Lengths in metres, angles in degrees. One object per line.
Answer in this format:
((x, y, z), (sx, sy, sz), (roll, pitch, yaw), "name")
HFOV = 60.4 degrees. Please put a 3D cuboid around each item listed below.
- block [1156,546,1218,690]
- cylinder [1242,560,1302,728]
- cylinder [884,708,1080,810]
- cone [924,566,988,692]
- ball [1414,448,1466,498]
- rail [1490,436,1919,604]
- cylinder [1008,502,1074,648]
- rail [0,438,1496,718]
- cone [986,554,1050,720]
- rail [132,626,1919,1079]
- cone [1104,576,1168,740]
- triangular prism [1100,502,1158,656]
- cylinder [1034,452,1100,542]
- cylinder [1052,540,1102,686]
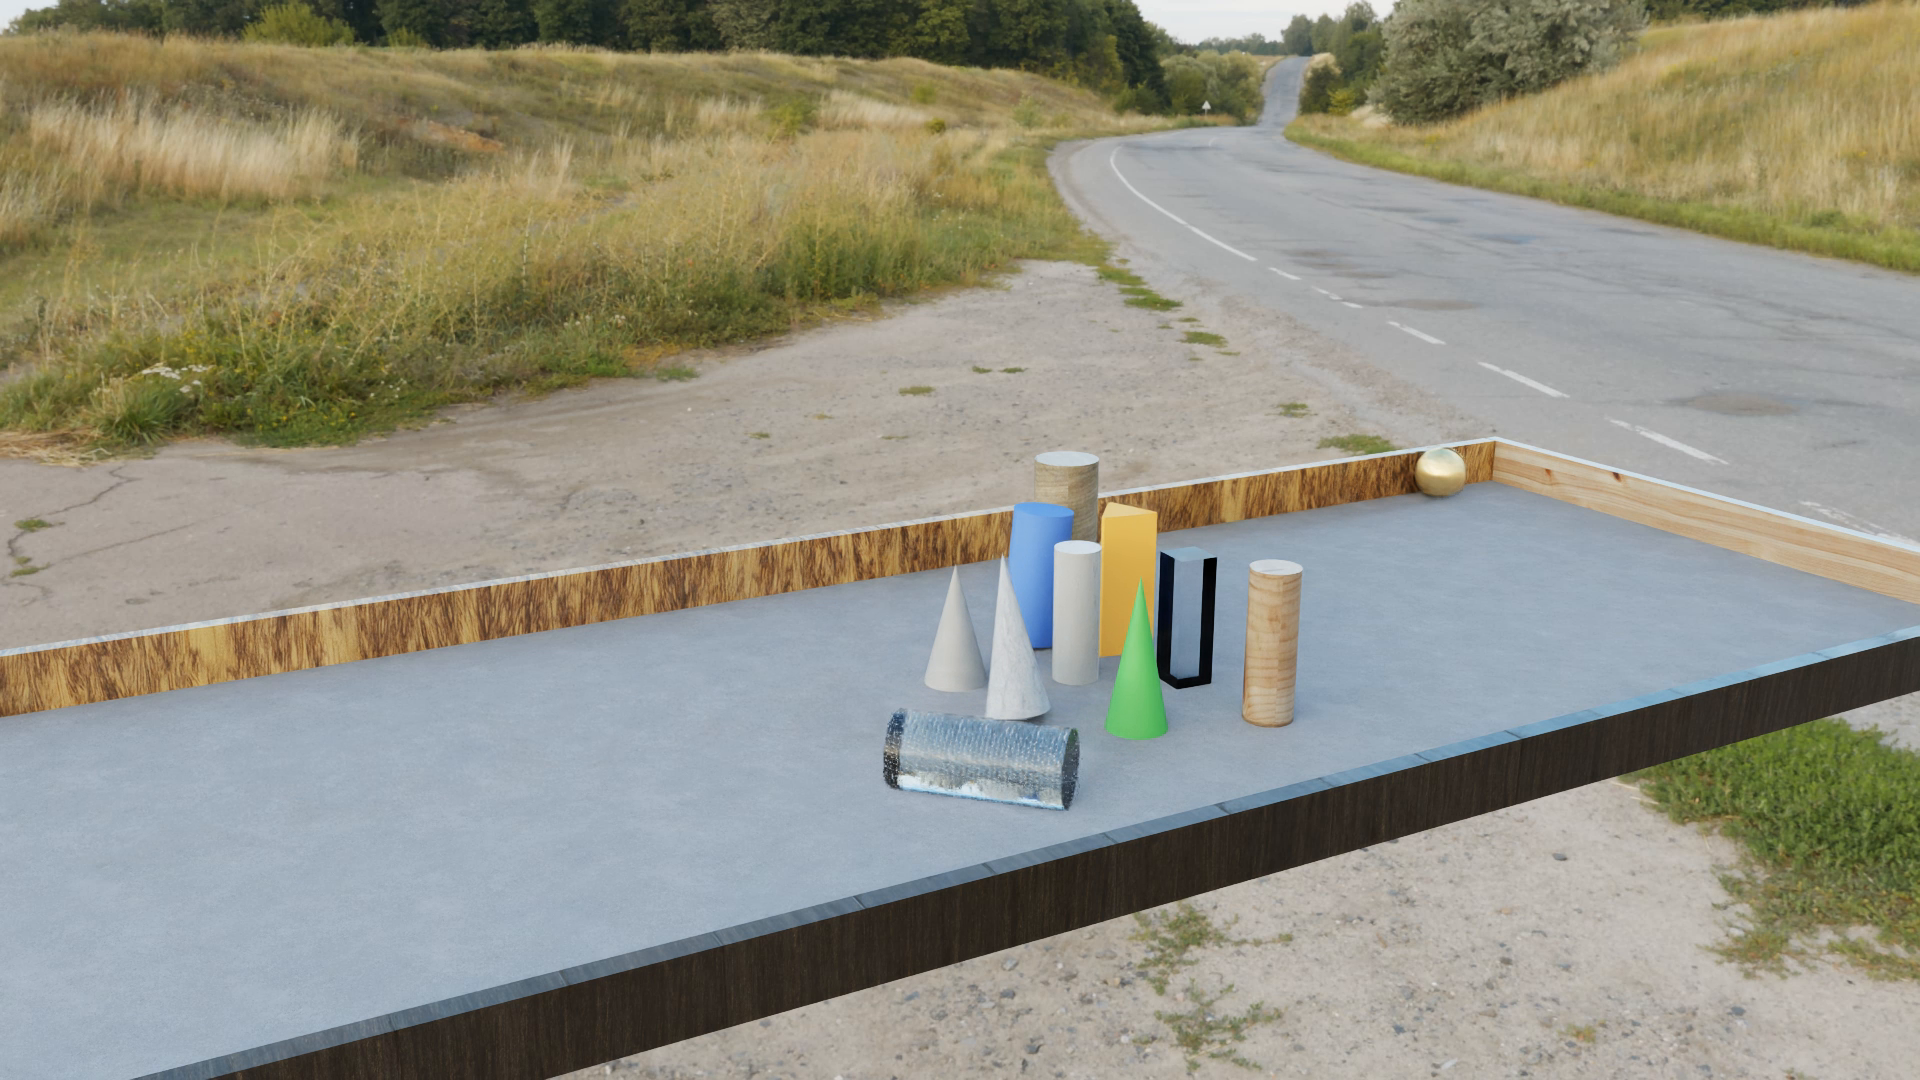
((0.563, 0.193, 4.109), (0.101, 0.331, 0.101), (-7, 18, -23), "block")
((0.731, 0.242, 3.866), (0.122, 0.374, 0.122), (0, 16, 0), "cylinder")
((0.047, 0.461, 3.484), (0.381, 0.171, 0.171), (5, 17, 16), "cylinder")
((-0.011, 0.206, 4.110), (0.161, 0.308, 0.161), (0, 16, 0), "cone")
((1.703, -0.238, 5.849), (0.177, 0.177, 0.177), (0, 16, 0), "ball")
((2.466, -0.048, 5.253), (0.050, 0.150, 2.100), (-9, 18, -27), "rail")
((0.205, 0.092, 4.384), (0.159, 0.356, 0.159), (5, 14, -1), "cylinder")
((-3.305, 0.497, 3.399), (12.000, 0.150, 0.050), (-9, 18, -27), "rail")
((0.119, 0.216, 3.901), (0.157, 0.386, 0.157), (-6, 11, 1), "cone")
((-2.336, 1.006, 1.665), (12.000, 0.150, 0.050), (-9, 18, -27), "rail")
((0.413, 0.260, 3.811), (0.148, 0.372, 0.148), (0, 16, 0), "cone")
((0.417, 0.100, 4.345), (0.153, 0.378, 0.132), (-5, 17, -18), "triangular prism")
((0.295, -0.013, 4.616), (0.178, 0.441, 0.178), (0, 16, 0), "cylinder")
((0.292, 0.182, 4.128), (0.118, 0.343, 0.118), (0, 16, 0), "cylinder")
